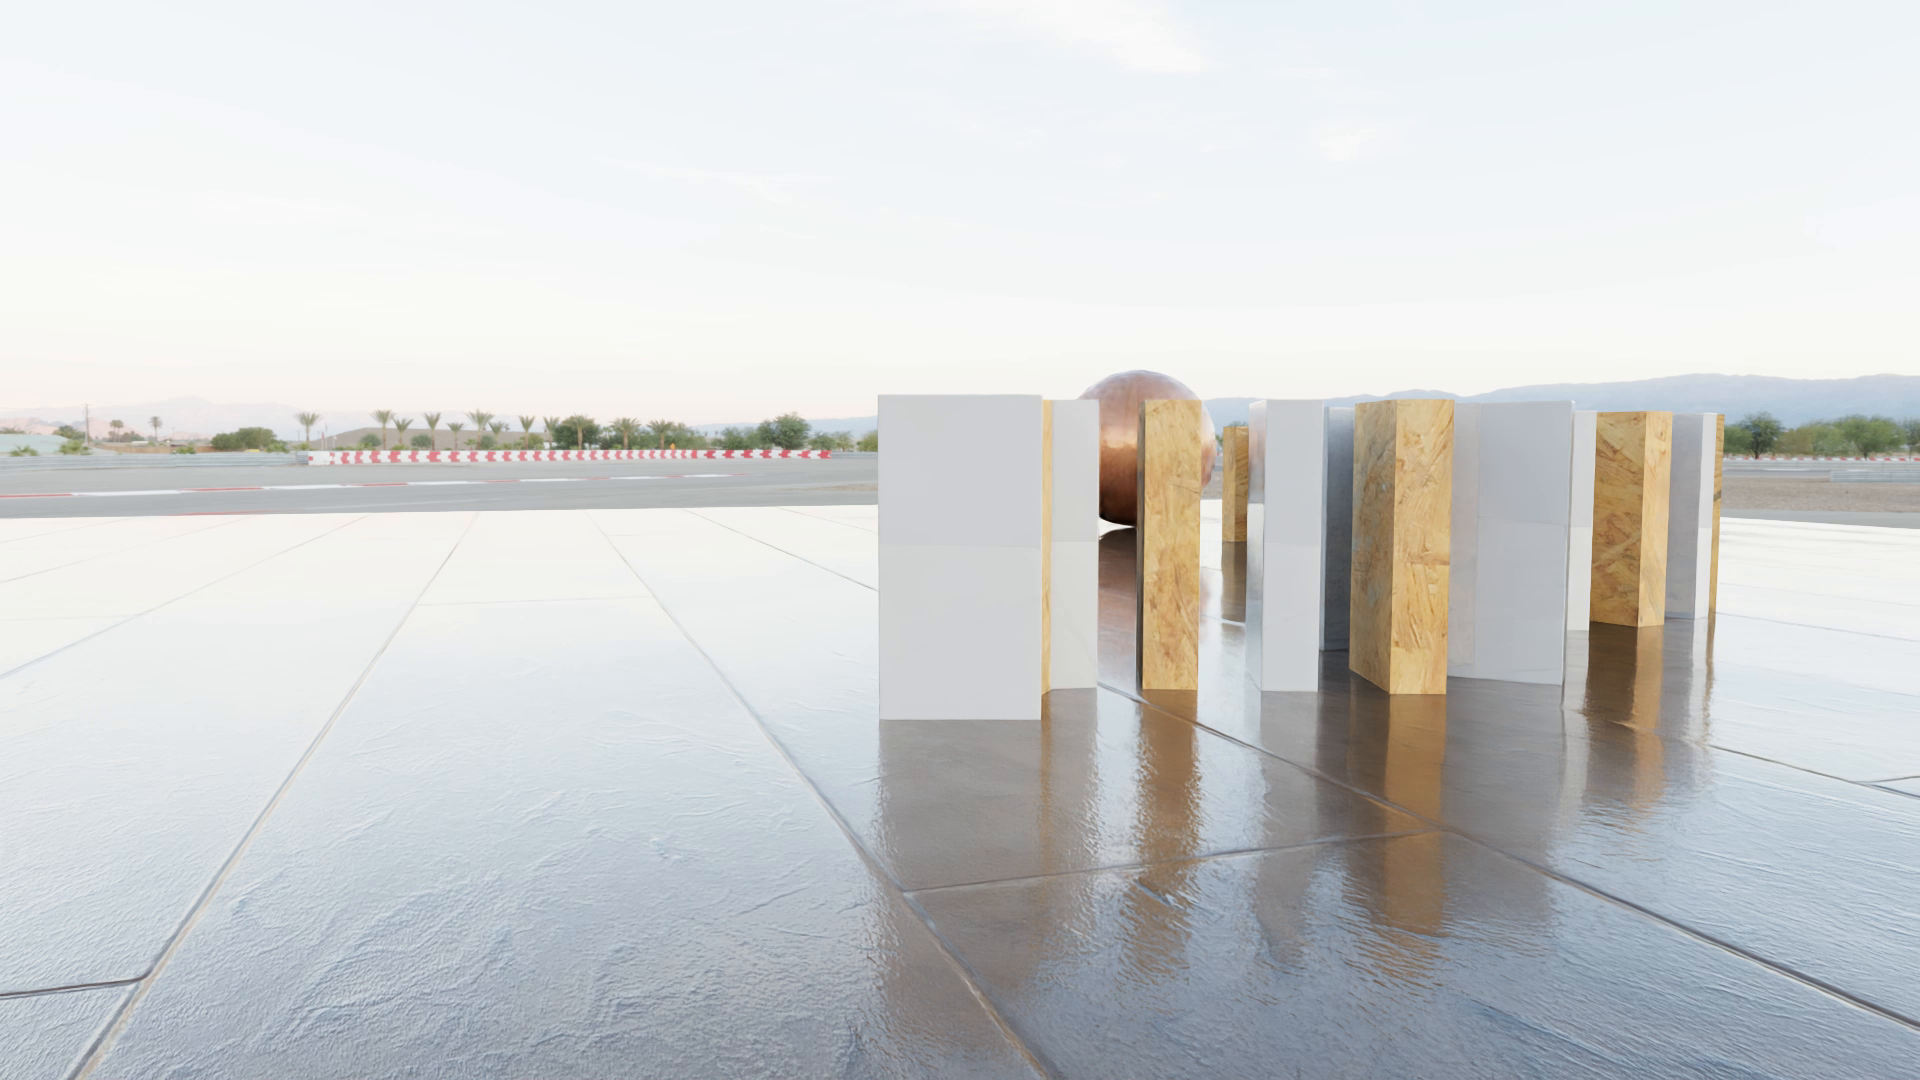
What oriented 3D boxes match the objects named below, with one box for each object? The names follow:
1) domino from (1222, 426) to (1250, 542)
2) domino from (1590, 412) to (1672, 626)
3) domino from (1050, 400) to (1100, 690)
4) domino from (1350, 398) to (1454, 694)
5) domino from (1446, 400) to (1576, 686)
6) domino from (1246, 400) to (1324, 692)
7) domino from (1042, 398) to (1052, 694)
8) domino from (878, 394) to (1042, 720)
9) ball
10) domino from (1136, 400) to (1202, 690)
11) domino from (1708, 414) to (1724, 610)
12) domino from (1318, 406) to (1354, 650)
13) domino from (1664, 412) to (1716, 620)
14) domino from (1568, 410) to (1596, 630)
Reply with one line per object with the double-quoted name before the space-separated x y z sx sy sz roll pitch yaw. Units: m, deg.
"domino" 0.129 -0.025 0.567 0.025 0.050 0.010 -2 5 -24
"domino" 0.156 -0.006 0.310 0.010 0.050 0.025 -2 5 -27
"domino" 0.017 0.000 0.234 0.010 0.050 0.025 -1 4 -9
"domino" 0.078 0.000 0.229 0.010 0.050 0.025 0 4 1
"domino" 0.097 0.000 0.234 0.025 0.050 0.010 2 5 29
"domino" 0.058 0.000 0.231 0.010 0.050 0.025 0 4 6
"domino" 0.002 0.001 0.221 0.025 0.050 0.009 2 5 23
"domino" 0.000 0.002 0.201 0.025 0.050 0.009 0 4 0
"ball" 0.090 -0.047 0.654 0.080 0.080 0.080 0 4 0
"domino" 0.038 0.000 0.233 0.010 0.050 0.025 0 4 5
"domino" 0.185 -0.008 0.338 0.025 0.050 0.009 2 5 21
"domino" 0.084 -0.003 0.272 0.025 0.050 0.009 -2 5 -26
"domino" 0.173 -0.007 0.321 0.010 0.050 0.025 -4 6 -43
"domino" 0.137 -0.005 0.303 0.010 0.050 0.025 -1 4 -9
